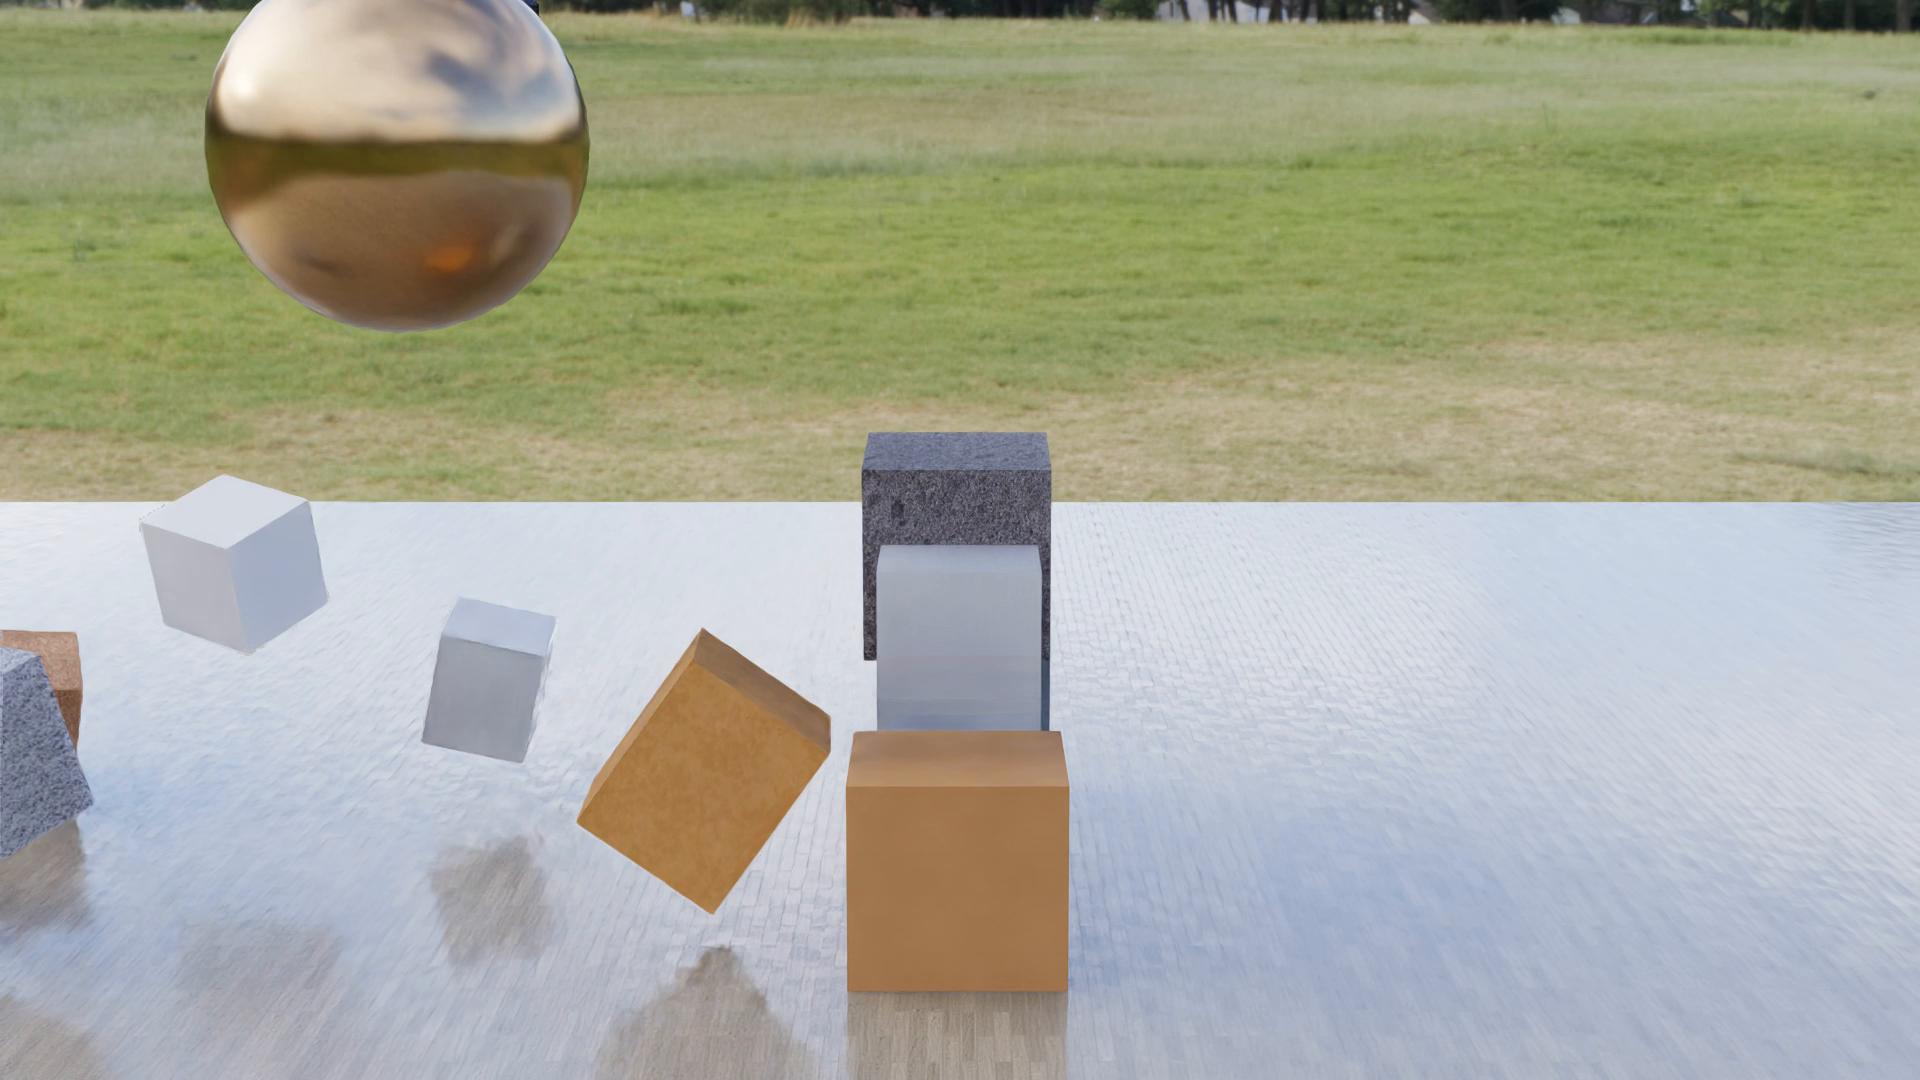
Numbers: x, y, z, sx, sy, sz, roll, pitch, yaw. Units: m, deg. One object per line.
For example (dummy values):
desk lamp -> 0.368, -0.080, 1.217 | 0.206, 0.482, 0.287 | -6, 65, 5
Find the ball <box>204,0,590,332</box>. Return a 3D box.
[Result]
ball -> -2.375, -1.681, 10.875 | 1.600, 1.600, 1.600 | 0, 10, 0

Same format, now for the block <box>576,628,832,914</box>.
block -> -1.037, 0.936, 10.539 | 0.665, 0.811, 0.665 | 35, 6, -7

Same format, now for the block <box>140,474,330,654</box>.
block -> -3.632, 0.114, 12.870 | 0.601, 0.601, 0.556 | 15, 34, 29

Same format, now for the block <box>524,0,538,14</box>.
block -> -2.518, -2.378, 12.592 | 0.664, 0.686, 0.576 | 34, 43, 29

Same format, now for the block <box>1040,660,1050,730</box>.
block -> 0.015, 0.821, 12.456 | 0.810, 0.928, 0.834 | 0, 10, 0

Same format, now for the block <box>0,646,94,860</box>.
block -> -4.233, 0.923, 10.492 | 0.793, 0.706, 0.851 | 7, 29, 36

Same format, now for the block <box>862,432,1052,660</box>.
block -> -0.013, 0.016, 11.844 | 0.840, 0.878, 0.842 | 0, 14, 0

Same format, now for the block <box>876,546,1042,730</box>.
block -> -0.004, 0.417, 11.162 | 0.696, 0.686, 0.632 | 0, 10, 0

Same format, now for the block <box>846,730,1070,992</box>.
block -> -0.010, 1.270, 10.288 | 0.856, 0.820, 0.844 | 0, 10, 0

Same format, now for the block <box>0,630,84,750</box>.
block -> -4.651, 0.833, 12.628 | 0.558, 0.582, 0.539 | 3, 28, -24

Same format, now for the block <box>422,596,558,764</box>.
block -> -2.306, 0.686, 12.611 | 0.500, 0.583, 0.505 | 12, 19, -5
